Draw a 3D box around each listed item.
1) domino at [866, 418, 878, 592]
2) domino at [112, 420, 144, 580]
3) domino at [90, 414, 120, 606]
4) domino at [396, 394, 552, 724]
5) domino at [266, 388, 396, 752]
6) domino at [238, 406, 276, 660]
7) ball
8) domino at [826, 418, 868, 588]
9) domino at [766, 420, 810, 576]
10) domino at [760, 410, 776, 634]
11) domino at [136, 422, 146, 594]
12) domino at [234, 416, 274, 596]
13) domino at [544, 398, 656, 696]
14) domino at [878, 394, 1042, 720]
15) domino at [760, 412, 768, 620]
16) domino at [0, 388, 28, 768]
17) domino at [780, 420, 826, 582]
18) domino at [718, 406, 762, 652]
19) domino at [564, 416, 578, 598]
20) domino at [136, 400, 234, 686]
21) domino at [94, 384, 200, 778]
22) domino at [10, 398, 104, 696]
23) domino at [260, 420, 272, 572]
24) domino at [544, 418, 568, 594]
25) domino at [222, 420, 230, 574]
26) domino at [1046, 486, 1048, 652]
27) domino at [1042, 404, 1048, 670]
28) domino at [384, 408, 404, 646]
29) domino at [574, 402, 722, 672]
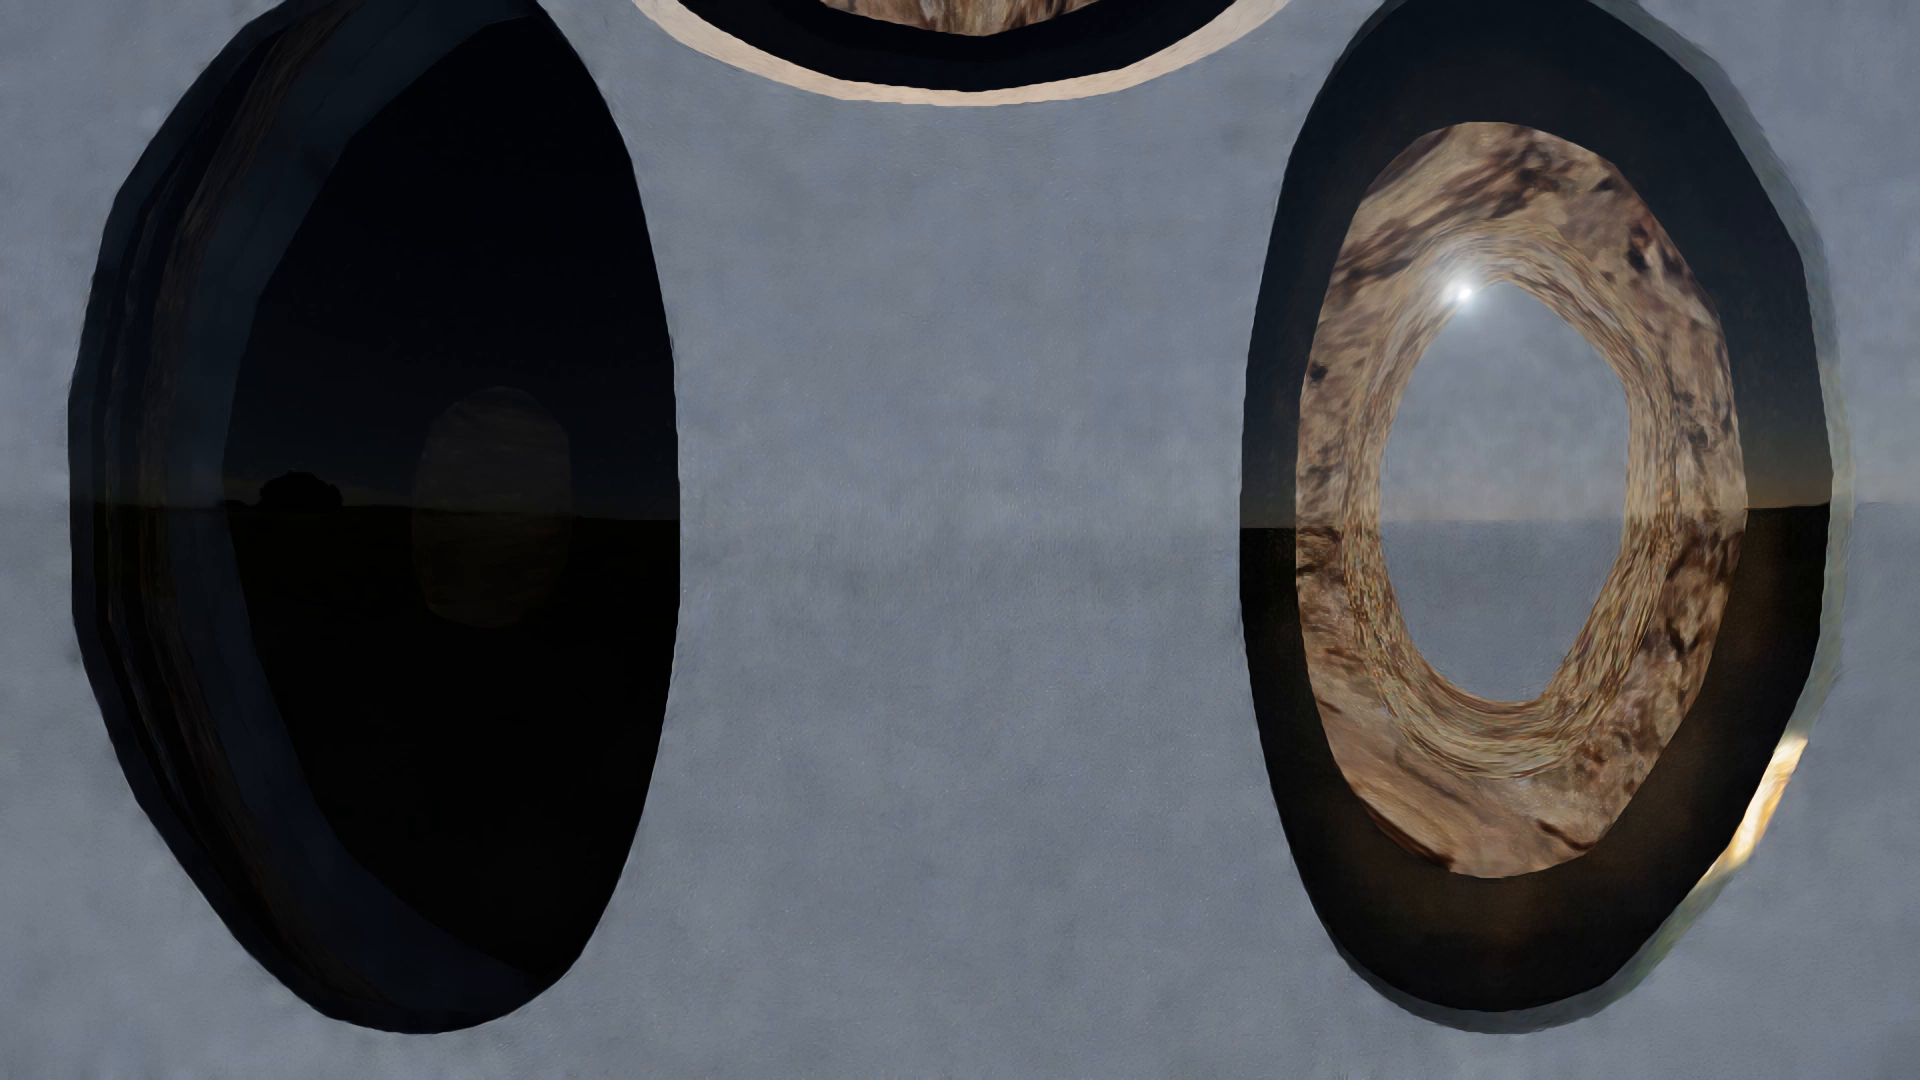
[{"bbox_3d":[-0.014,-0.010,0.374,0.025,0.050,0.009,-3,5,-35],"label":"domino"},{"bbox_3d":[-0.267,-0.013,0.411,0.009,0.050,0.025,-4,6,-44],"label":"domino"},{"bbox_3d":[-0.236,-0.008,0.342,0.025,0.050,0.009,3,5,35],"label":"domino"},{"bbox_3d":[-0.078,0.002,0.205,0.025,0.050,0.009,3,5,35],"label":"domino"},{"bbox_3d":[-0.093,0.003,0.188,0.010,0.050,0.025,-4,6,-40],"label":"domino"},{"bbox_3d":[-0.129,-0.001,0.253,0.025,0.050,0.009,2,5,28],"label":"domino"},{"bbox_3d":[0.000,-0.002,0.056,0.080,0.080,0.080,0,4,0],"label":"ball"},{"bbox_3d":[-0.028,-0.012,0.391,0.025,0.050,0.009,-4,6,-42],"label":"domino"},{"bbox_3d":[-0.061,-0.014,0.420,0.010,0.050,0.025,3,5,36],"label":"domino"},{"bbox_3d":[-0.055,-0.004,0.289,0.025,0.050,0.009,0,4,-6],"label":"domino"},{"bbox_3d":[-0.221,-0.009,0.359,0.009,0.050,0.025,-4,6,-42],"label":"domino"},{"bbox_3d":[-0.203,-0.010,0.372,0.009,0.050,0.025,-3,5,-31],"label":"domino"},{"bbox_3d":[-0.067,0.001,0.224,0.025,0.050,0.010,2,5,24],"label":"domino"},{"bbox_3d":[0.000,0.002,0.201,0.025,0.050,0.009,0,4,0],"label":"domino"},{"bbox_3d":[-0.060,-0.006,0.310,0.025,0.050,0.010,-2,5,-20],"label":"domino"},{"bbox_3d":[-0.131,0.005,0.165,0.009,0.050,0.025,-2,5,-23],"label":"domino"},{"bbox_3d":[-0.044,-0.013,0.406,0.009,0.050,0.025,4,6,41],"label":"domino"},{"bbox_3d":[-0.055,-0.002,0.266,0.025,0.050,0.009,1,4,7],"label":"domino"},{"bbox_3d":[-0.098,-0.010,0.364,0.009,0.050,0.025,3,5,38],"label":"domino"},{"bbox_3d":[-0.143,0.000,0.236,0.009,0.050,0.025,-4,6,-40],"label":"domino"},{"bbox_3d":[-0.111,0.004,0.175,0.009,0.050,0.025,-3,5,-31],"label":"domino"},{"bbox_3d":[-0.162,0.001,0.226,0.010,0.050,0.025,-1,4,-15],"label":"domino"},{"bbox_3d":[-0.230,-0.015,0.436,0.009,0.050,0.025,-2,5,-23],"label":"domino"},{"bbox_3d":[-0.117,-0.011,0.375,0.010,0.050,0.025,2,5,21],"label":"domino"},{"bbox_3d":[-0.249,-0.014,0.425,0.009,0.050,0.025,-3,5,-34],"label":"domino"},{"bbox_3d":[0.006,-0.002,0.267,0.025,0.050,0.010,0,4,4],"label":"domino"},{"bbox_3d":[0.004,-0.001,0.245,0.025,0.050,0.009,0,4,6],"label":"domino"},{"bbox_3d":[-0.123,-0.003,0.274,0.025,0.050,0.009,0,4,0],"label":"domino"},{"bbox_3d":[-0.059,-0.001,0.245,0.025,0.050,0.010,1,4,15],"label":"domino"}]
